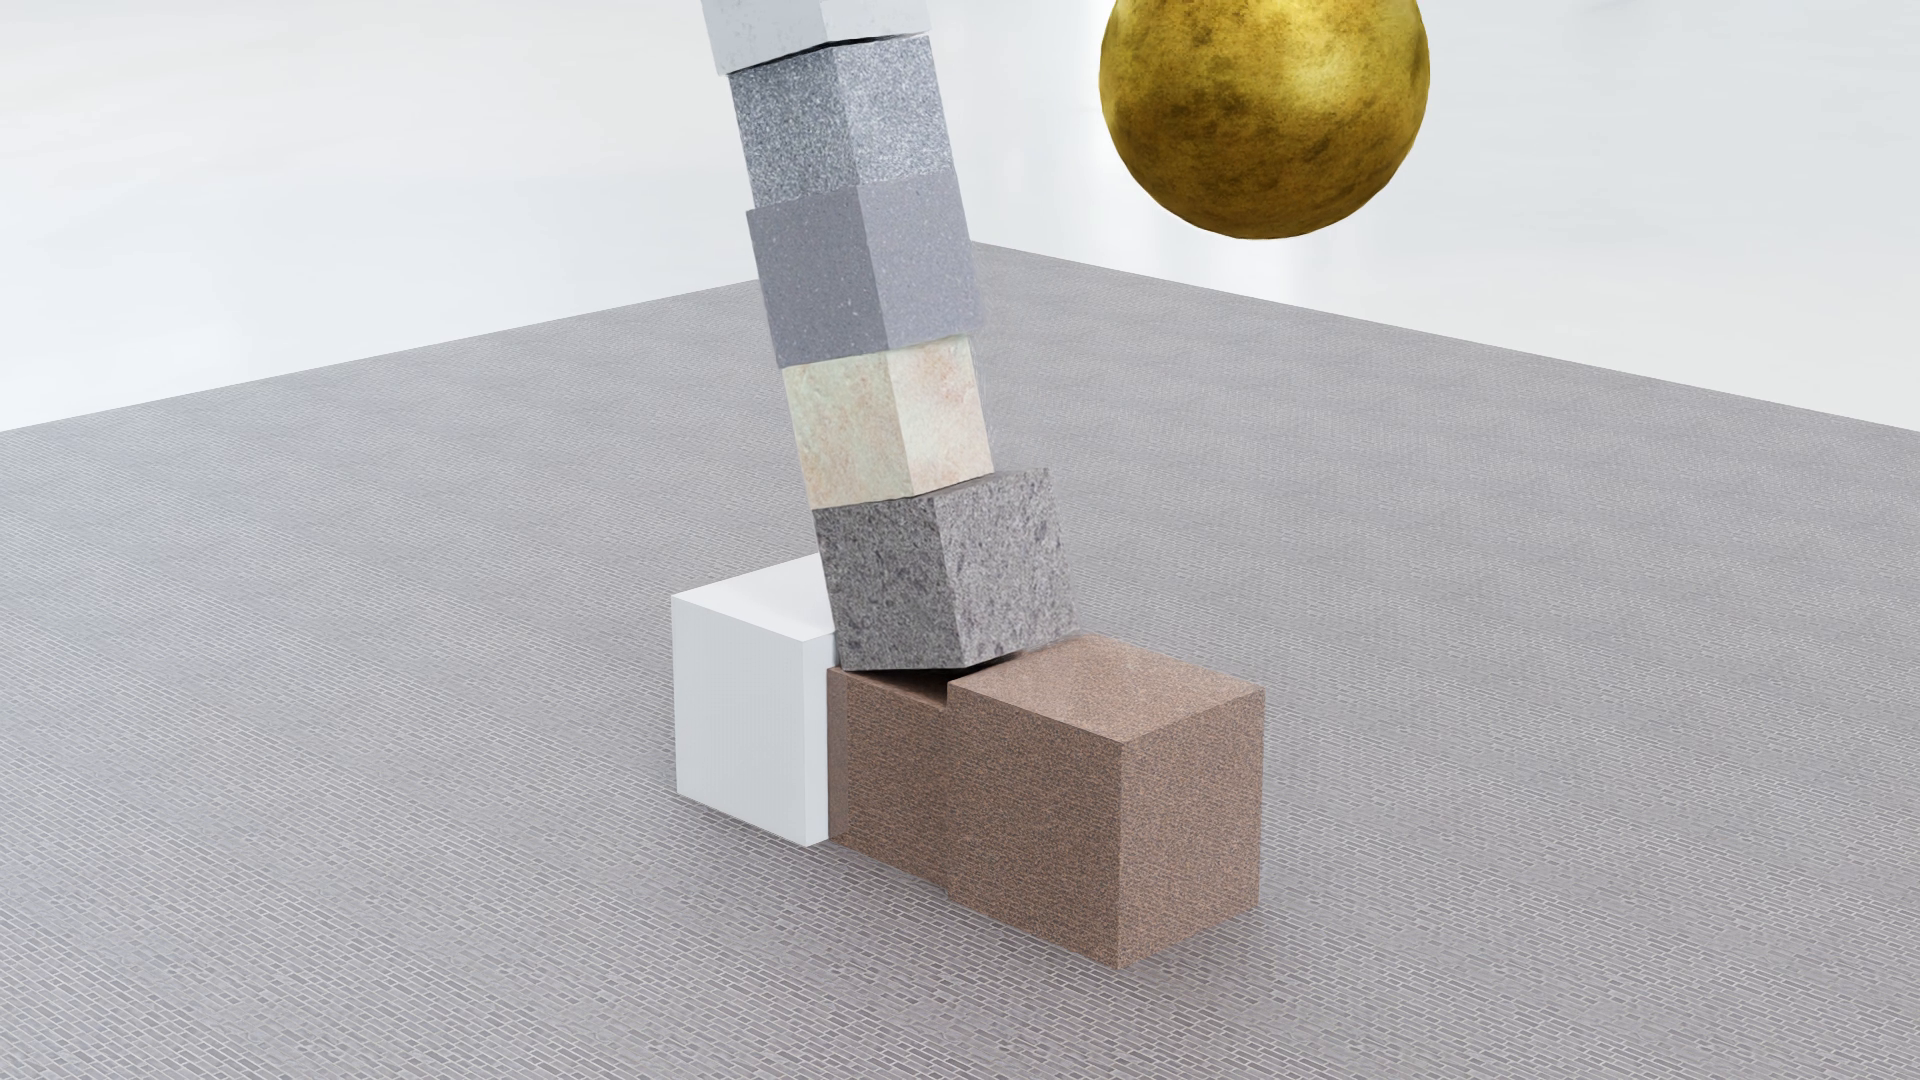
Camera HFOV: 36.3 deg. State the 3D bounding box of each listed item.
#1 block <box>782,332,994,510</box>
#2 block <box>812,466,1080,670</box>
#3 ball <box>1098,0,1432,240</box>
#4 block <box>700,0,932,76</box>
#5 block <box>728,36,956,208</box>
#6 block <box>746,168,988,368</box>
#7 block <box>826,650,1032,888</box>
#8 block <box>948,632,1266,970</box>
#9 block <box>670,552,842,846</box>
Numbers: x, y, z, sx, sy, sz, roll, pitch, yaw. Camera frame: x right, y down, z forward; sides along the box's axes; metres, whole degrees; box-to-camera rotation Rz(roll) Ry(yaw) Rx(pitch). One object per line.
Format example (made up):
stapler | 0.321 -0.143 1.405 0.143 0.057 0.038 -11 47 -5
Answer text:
block | -0.327 -0.546 13.402 0.616 0.657 0.604 -7 7 38
block | -0.068 0.132 13.455 0.733 0.768 0.840 -16 8 -42
ball | 1.467 -2.250 14.172 1.600 1.600 1.600 0 17 0
block | -0.675 -2.503 13.249 0.678 0.616 0.740 -9 6 39
block | -0.536 -1.897 13.318 0.667 0.613 0.648 -6 8 42
block | -0.425 -1.236 13.371 0.699 0.732 0.684 -6 7 41
block | -0.017 1.010 13.700 0.829 0.858 0.867 -17 24 -42
block | 0.641 1.131 13.012 0.940 1.040 1.030 -17 24 -42
block | -0.678 0.741 14.284 1.067 1.022 0.944 -17 24 -42
